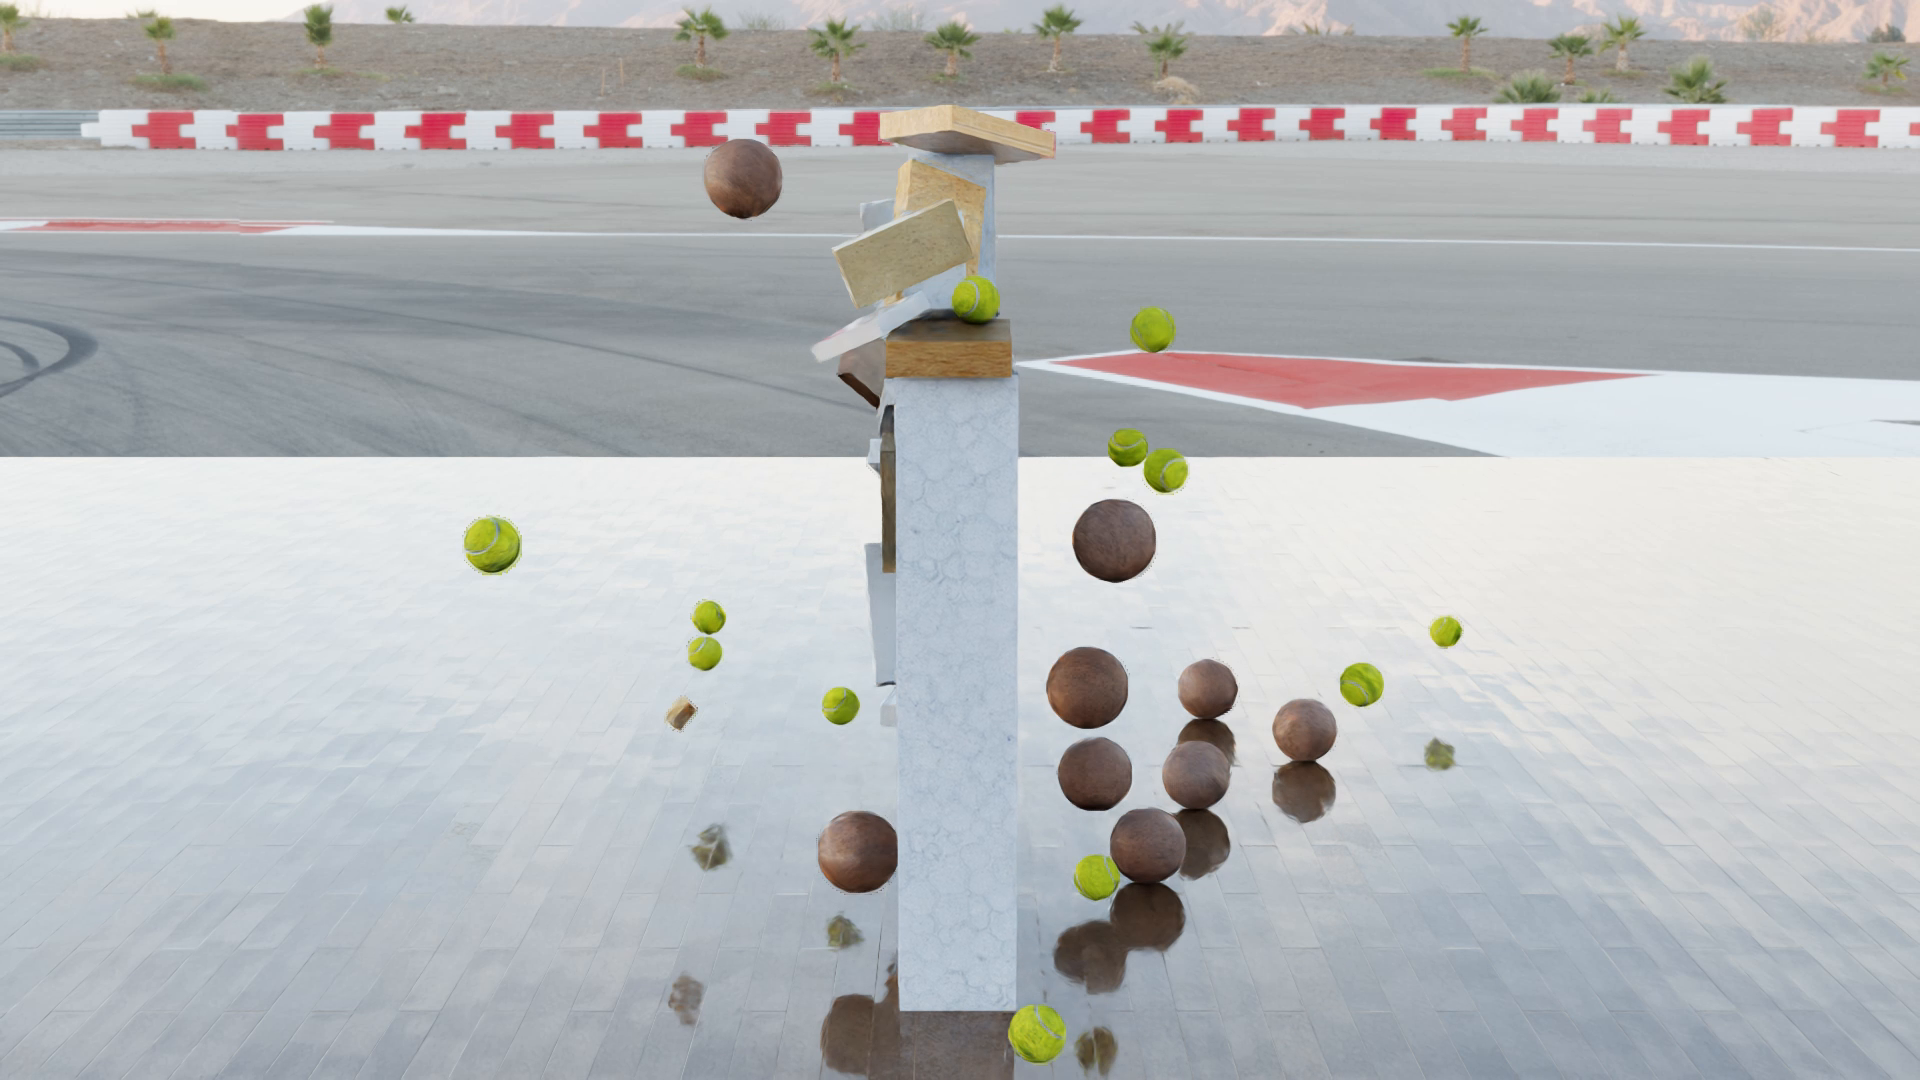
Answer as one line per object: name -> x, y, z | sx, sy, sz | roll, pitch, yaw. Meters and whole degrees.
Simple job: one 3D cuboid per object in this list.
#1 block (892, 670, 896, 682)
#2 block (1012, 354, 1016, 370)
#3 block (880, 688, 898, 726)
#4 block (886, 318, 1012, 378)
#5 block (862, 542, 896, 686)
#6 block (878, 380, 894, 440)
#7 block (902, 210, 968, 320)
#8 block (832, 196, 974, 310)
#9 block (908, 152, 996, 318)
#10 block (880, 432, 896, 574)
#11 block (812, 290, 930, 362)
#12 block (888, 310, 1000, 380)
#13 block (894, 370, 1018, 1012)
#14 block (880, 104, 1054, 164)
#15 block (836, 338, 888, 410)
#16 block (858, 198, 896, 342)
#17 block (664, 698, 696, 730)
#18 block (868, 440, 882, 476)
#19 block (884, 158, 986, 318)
block -> -0.054, 0.332, 3.581 | 0.048, 0.272, 0.014 | -14, 19, 0
block -> -0.006, -0.106, 3.264 | 0.169, 0.338, 0.048 | 0, 12, -3
block -> -0.038, 0.268, 3.795 | 0.136, 0.039, 0.272 | 1, 11, 12
block -> -0.013, -0.274, 3.116 | 0.169, 0.048, 0.338 | 0, 11, 1
block -> -0.096, 0.125, 3.812 | 0.124, 0.247, 0.035 | -3, -15, -10
block -> -0.055, -0.210, 3.575 | 0.147, 0.042, 0.293 | 0, -8, -5
block -> -0.040, -0.412, 3.291 | 0.093, 0.186, 0.026 | 0, -32, -4
block -> -0.082, -0.414, 3.174 | 0.186, 0.093, 0.026 | -25, 23, -9
block -> -0.013, -0.404, 3.456 | 0.137, 0.435, 0.039 | 1, -19, -4
block -> -0.055, -0.054, 3.635 | 0.147, 0.293, 0.042 | 4, 47, 3
block -> -0.129, -0.304, 3.145 | 0.093, 0.026, 0.186 | -35, 11, -32
block -> -0.027, -0.311, 3.541 | 0.187, 0.027, 0.094 | -42, 11, -20
block -> -0.004, 0.223, 3.109 | 0.169, 0.925, 0.048 | 0, 12, 1
block -> 0.014, -0.636, 3.464 | 0.137, 0.039, 0.275 | 0, -1, 37
block -> -0.130, -0.279, 3.804 | 0.029, 0.102, 0.204 | -7, -32, 36
block -> -0.062, -0.176, 3.988 | 0.102, 0.882, 0.029 | -10, 12, -6
block -> -0.480, 0.300, 3.783 | 0.014, 0.048, 0.095 | 36, -9, 10
block -> -0.049, -0.108, 3.791 | 0.147, 0.042, 0.293 | 3, -14, 13
block -> -0.039, -0.437, 3.392 | 0.137, 0.274, 0.039 | 17, -22, -29
